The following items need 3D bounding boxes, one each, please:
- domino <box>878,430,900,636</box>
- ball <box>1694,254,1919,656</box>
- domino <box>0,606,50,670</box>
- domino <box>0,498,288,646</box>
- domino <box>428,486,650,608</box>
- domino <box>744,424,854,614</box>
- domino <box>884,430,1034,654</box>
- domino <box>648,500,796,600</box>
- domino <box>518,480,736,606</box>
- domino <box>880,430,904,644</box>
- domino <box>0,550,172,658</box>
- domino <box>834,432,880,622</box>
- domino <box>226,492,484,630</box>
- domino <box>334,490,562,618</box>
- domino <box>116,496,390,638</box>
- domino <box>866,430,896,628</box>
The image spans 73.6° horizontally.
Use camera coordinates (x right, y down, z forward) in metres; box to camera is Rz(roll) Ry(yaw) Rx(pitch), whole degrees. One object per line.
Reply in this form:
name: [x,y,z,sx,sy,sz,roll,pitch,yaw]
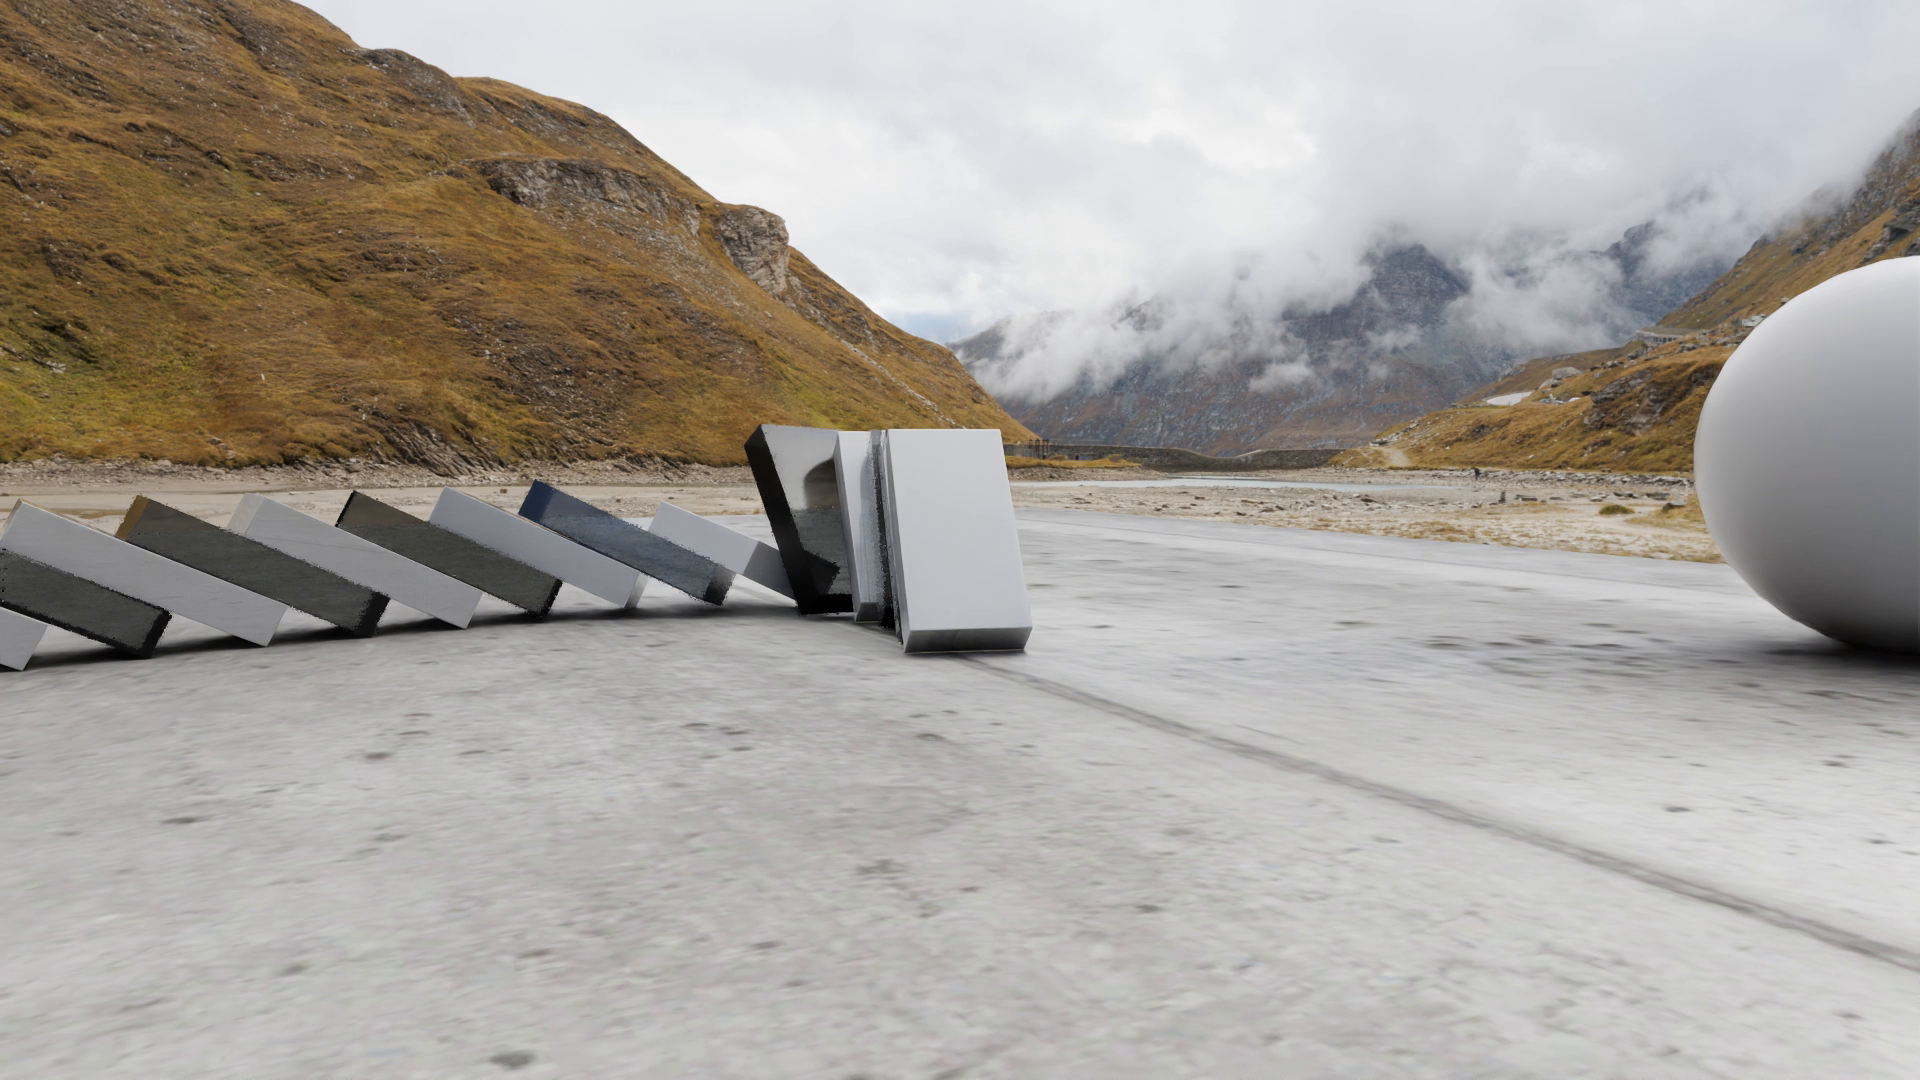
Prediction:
domino: [-0.004,-0.002,0.296,0.025,0.050,0.010,-1,-33,-11]
ball: [0.193,-0.017,0.256,0.080,0.080,0.080,0,4,0]
domino: [-0.199,0.009,0.237,0.050,0.009,0.025,32,-15,-34]
domino: [-0.169,0.007,0.265,0.050,0.009,0.025,31,-15,-35]
domino: [-0.103,0.002,0.319,0.050,0.009,0.025,24,-6,-6]
domino: [-0.035,-0.006,0.325,0.025,0.050,0.009,0,-32,-41]
domino: [-0.001,-0.001,0.272,0.025,0.050,0.009,-1,-33,-11]
domino: [-0.059,0.004,0.339,0.025,0.010,0.050,30,-8,-42]
domino: [-0.083,0.001,0.325,0.050,0.009,0.025,25,-6,3]
domino: [-0.003,-0.002,0.284,0.025,0.050,0.009,-1,-33,-11]
domino: [-0.184,0.008,0.250,0.050,0.009,0.025,32,-16,-35]
domino: [-0.016,-0.004,0.318,0.025,0.050,0.009,-1,-33,-15]
domino: [-0.137,0.005,0.291,0.050,0.009,0.025,31,-15,-35]
domino: [-0.122,0.003,0.307,0.050,0.009,0.025,27,-9,-21]
domino: [-0.153,0.006,0.278,0.050,0.009,0.025,31,-15,-35]
domino: [-0.008,-0.003,0.307,0.025,0.050,0.010,0,-33,-11]
